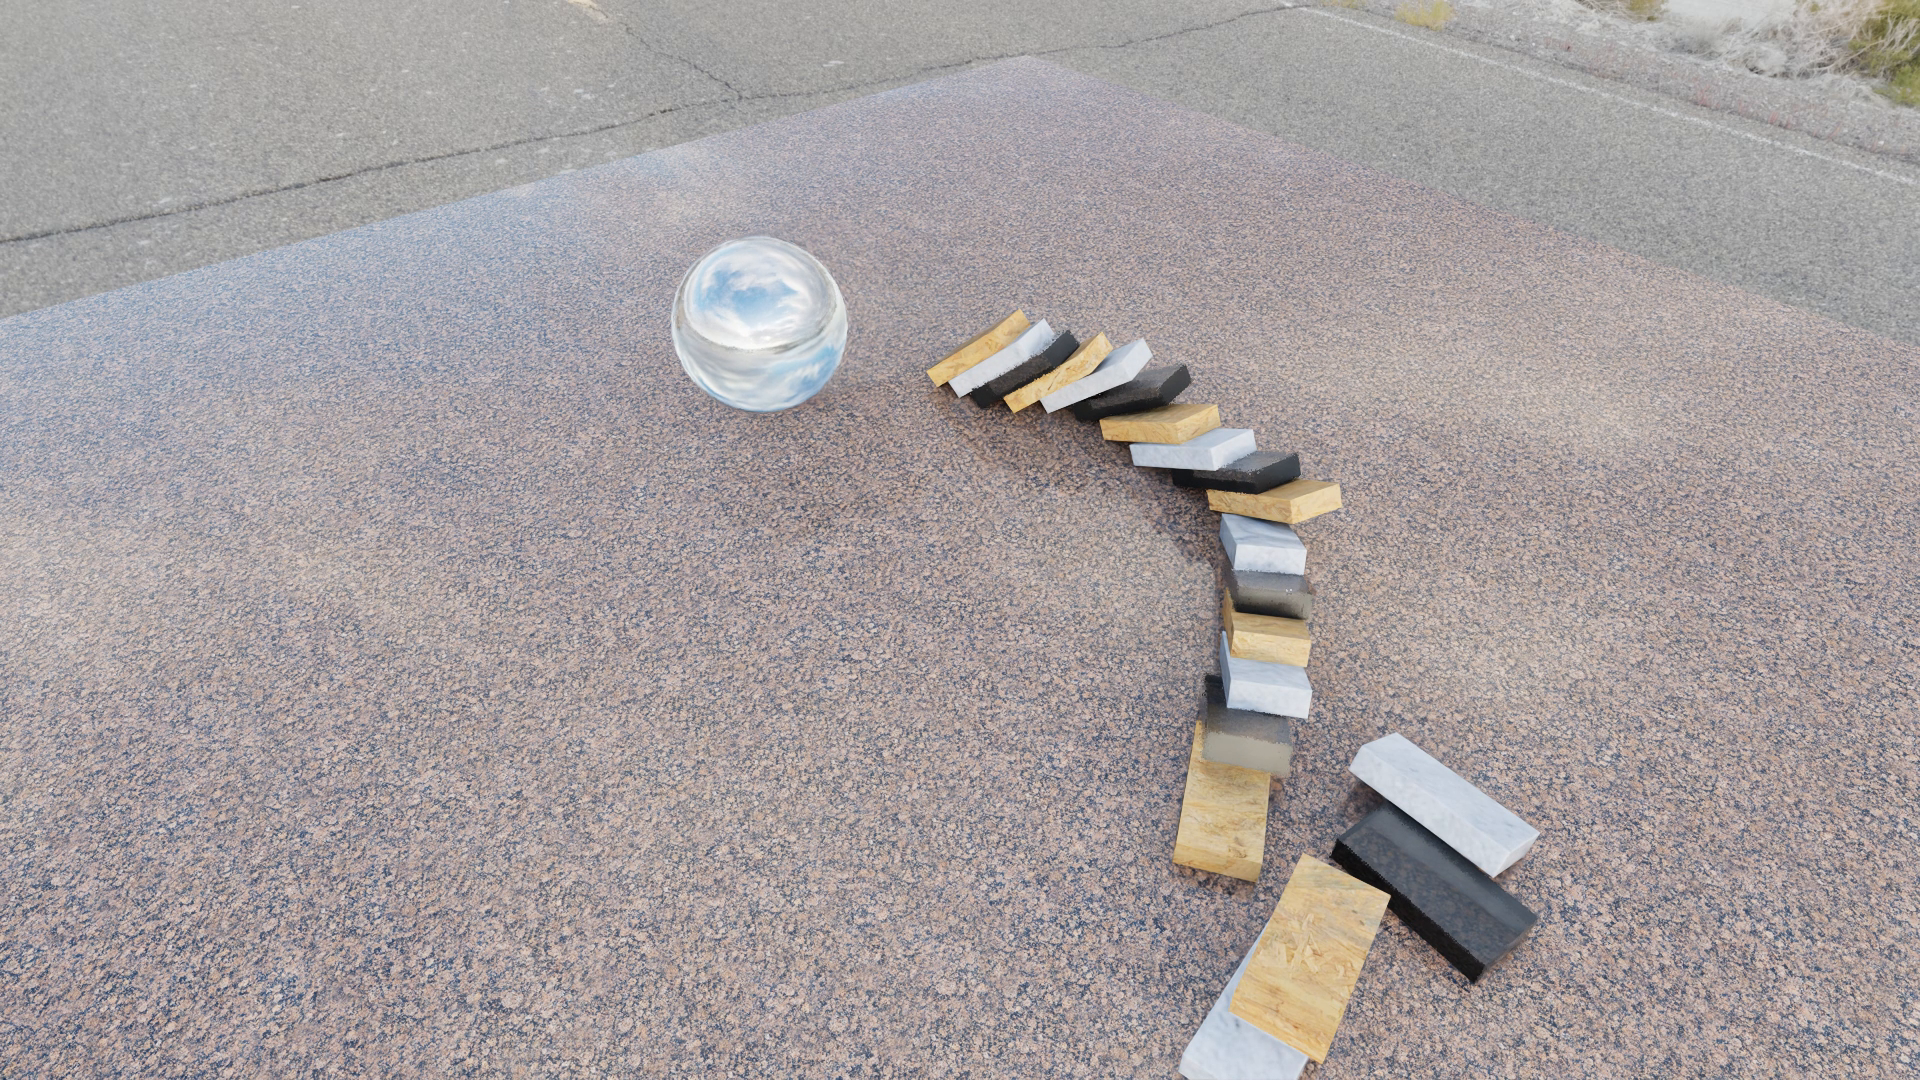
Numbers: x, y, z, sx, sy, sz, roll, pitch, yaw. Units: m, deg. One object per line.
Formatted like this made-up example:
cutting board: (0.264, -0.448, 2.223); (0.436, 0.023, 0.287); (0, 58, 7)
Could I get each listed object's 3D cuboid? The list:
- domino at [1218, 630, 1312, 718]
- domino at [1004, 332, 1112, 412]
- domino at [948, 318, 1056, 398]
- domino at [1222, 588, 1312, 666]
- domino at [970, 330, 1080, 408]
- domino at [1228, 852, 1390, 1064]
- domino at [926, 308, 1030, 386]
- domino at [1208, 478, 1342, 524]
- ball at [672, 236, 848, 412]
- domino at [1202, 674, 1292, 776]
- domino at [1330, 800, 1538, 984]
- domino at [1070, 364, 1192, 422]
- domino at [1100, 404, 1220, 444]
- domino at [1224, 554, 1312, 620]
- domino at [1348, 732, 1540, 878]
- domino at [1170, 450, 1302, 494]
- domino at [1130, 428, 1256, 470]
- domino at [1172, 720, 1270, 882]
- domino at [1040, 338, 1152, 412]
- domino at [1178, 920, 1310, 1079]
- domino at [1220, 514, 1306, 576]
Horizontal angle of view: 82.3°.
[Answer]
domino: (0.102, 0.045, 0.373); (0.025, 0.009, 0.050); (7, 15, 8)
domino: (0.045, -0.078, 0.514); (0.050, 0.009, 0.025); (-23, 19, 45)
domino: (0.019, -0.086, 0.525); (0.050, 0.009, 0.025); (-22, 18, 46)
domino: (0.108, 0.030, 0.391); (0.025, 0.009, 0.050); (7, 16, 8)
domino: (0.030, -0.080, 0.517); (0.050, 0.009, 0.025); (-22, 18, 47)
domino: (0.094, 0.110, 0.294); (0.025, 0.009, 0.050); (23, 44, 25)
domino: (0.009, -0.093, 0.532); (0.050, 0.010, 0.025); (-22, 18, 46)
domino: (0.127, -0.017, 0.447); (0.025, 0.009, 0.050); (-17, 15, -23)
ball: (-0.092, -0.099, 0.509); (0.080, 0.080, 0.080); (0, 39, 0)
domino: (0.091, 0.059, 0.355); (0.025, 0.010, 0.050); (10, 15, 9)
domino: (0.137, 0.101, 0.320); (0.025, 0.010, 0.050); (-24, 45, -27)
domino: (0.079, -0.068, 0.507); (0.050, 0.010, 0.025); (-5, 27, 45)
domino: (0.089, -0.052, 0.491); (0.025, 0.010, 0.050); (-25, 20, -27)
domino: (0.113, 0.016, 0.408); (0.025, 0.010, 0.050); (6, 16, 7)
domino: (0.148, 0.080, 0.338); (0.025, 0.010, 0.050); (-3, 32, -44)
domino: (0.115, -0.029, 0.462); (0.025, 0.009, 0.050); (-21, 17, -26)
domino: (0.100, -0.040, 0.475); (0.025, 0.009, 0.050); (-24, 18, -28)
domino: (0.083, 0.081, 0.345); (0.025, 0.010, 0.050); (11, 40, 13)
domino: (0.063, -0.077, 0.515); (0.050, 0.010, 0.025); (-17, 22, 43)
domino: (0.082, 0.126, 0.290); (0.025, 0.010, 0.050); (27, 46, 29)
domino: (0.117, 0.001, 0.427); (0.025, 0.009, 0.050); (5, 15, 6)
